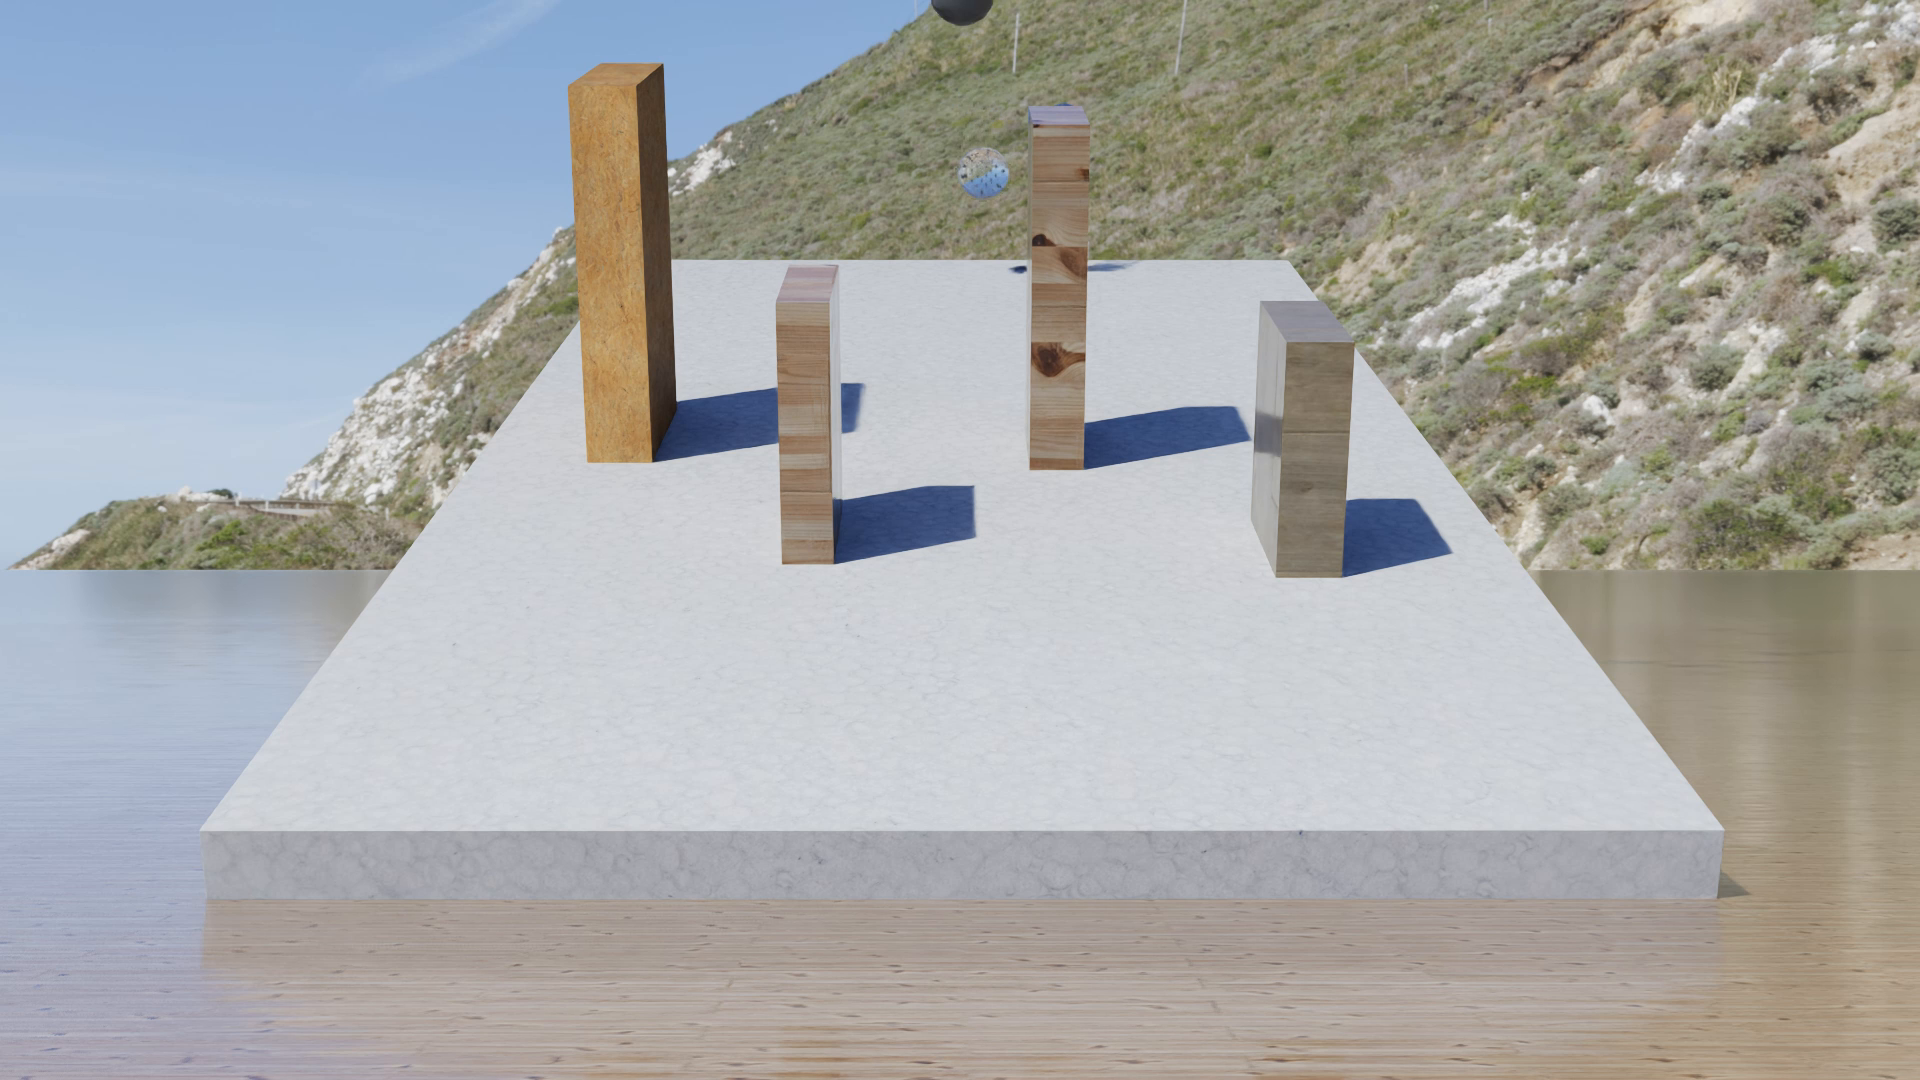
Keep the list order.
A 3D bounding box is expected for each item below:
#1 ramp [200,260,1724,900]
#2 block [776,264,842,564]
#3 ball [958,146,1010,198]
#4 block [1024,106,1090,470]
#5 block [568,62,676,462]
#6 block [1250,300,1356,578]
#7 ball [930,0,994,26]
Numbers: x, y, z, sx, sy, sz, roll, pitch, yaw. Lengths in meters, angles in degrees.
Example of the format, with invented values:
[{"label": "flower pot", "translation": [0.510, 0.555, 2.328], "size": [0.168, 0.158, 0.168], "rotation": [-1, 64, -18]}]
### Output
[{"label": "ramp", "translation": [-0.003, -0.184, 4.847], "size": [2.000, 0.100, 4.000], "rotation": [0, 18, 0]}, {"label": "block", "translation": [-0.271, -0.234, 4.064], "size": [0.092, 0.474, 0.343], "rotation": [0, 18, 0]}, {"label": "ball", "translation": [0.067, -1.054, 6.414], "size": [0.147, 0.147, 0.147], "rotation": [0, -1, 0]}, {"label": "block", "translation": [0.197, -0.520, 4.588], "size": [0.110, 0.699, 0.296], "rotation": [0, 18, 0]}, {"label": "block", "translation": [-0.701, -0.590, 4.693], "size": [0.134, 0.766, 0.438], "rotation": [0, 18, 0]}, {"label": "block", "translation": [0.609, -0.187, 4.006], "size": [0.116, 0.421, 0.344], "rotation": [0, 18, 0]}, {"label": "ball", "translation": [0.007, -1.613, 6.577], "size": [0.194, 0.194, 0.194], "rotation": [0, -1, 0]}]
